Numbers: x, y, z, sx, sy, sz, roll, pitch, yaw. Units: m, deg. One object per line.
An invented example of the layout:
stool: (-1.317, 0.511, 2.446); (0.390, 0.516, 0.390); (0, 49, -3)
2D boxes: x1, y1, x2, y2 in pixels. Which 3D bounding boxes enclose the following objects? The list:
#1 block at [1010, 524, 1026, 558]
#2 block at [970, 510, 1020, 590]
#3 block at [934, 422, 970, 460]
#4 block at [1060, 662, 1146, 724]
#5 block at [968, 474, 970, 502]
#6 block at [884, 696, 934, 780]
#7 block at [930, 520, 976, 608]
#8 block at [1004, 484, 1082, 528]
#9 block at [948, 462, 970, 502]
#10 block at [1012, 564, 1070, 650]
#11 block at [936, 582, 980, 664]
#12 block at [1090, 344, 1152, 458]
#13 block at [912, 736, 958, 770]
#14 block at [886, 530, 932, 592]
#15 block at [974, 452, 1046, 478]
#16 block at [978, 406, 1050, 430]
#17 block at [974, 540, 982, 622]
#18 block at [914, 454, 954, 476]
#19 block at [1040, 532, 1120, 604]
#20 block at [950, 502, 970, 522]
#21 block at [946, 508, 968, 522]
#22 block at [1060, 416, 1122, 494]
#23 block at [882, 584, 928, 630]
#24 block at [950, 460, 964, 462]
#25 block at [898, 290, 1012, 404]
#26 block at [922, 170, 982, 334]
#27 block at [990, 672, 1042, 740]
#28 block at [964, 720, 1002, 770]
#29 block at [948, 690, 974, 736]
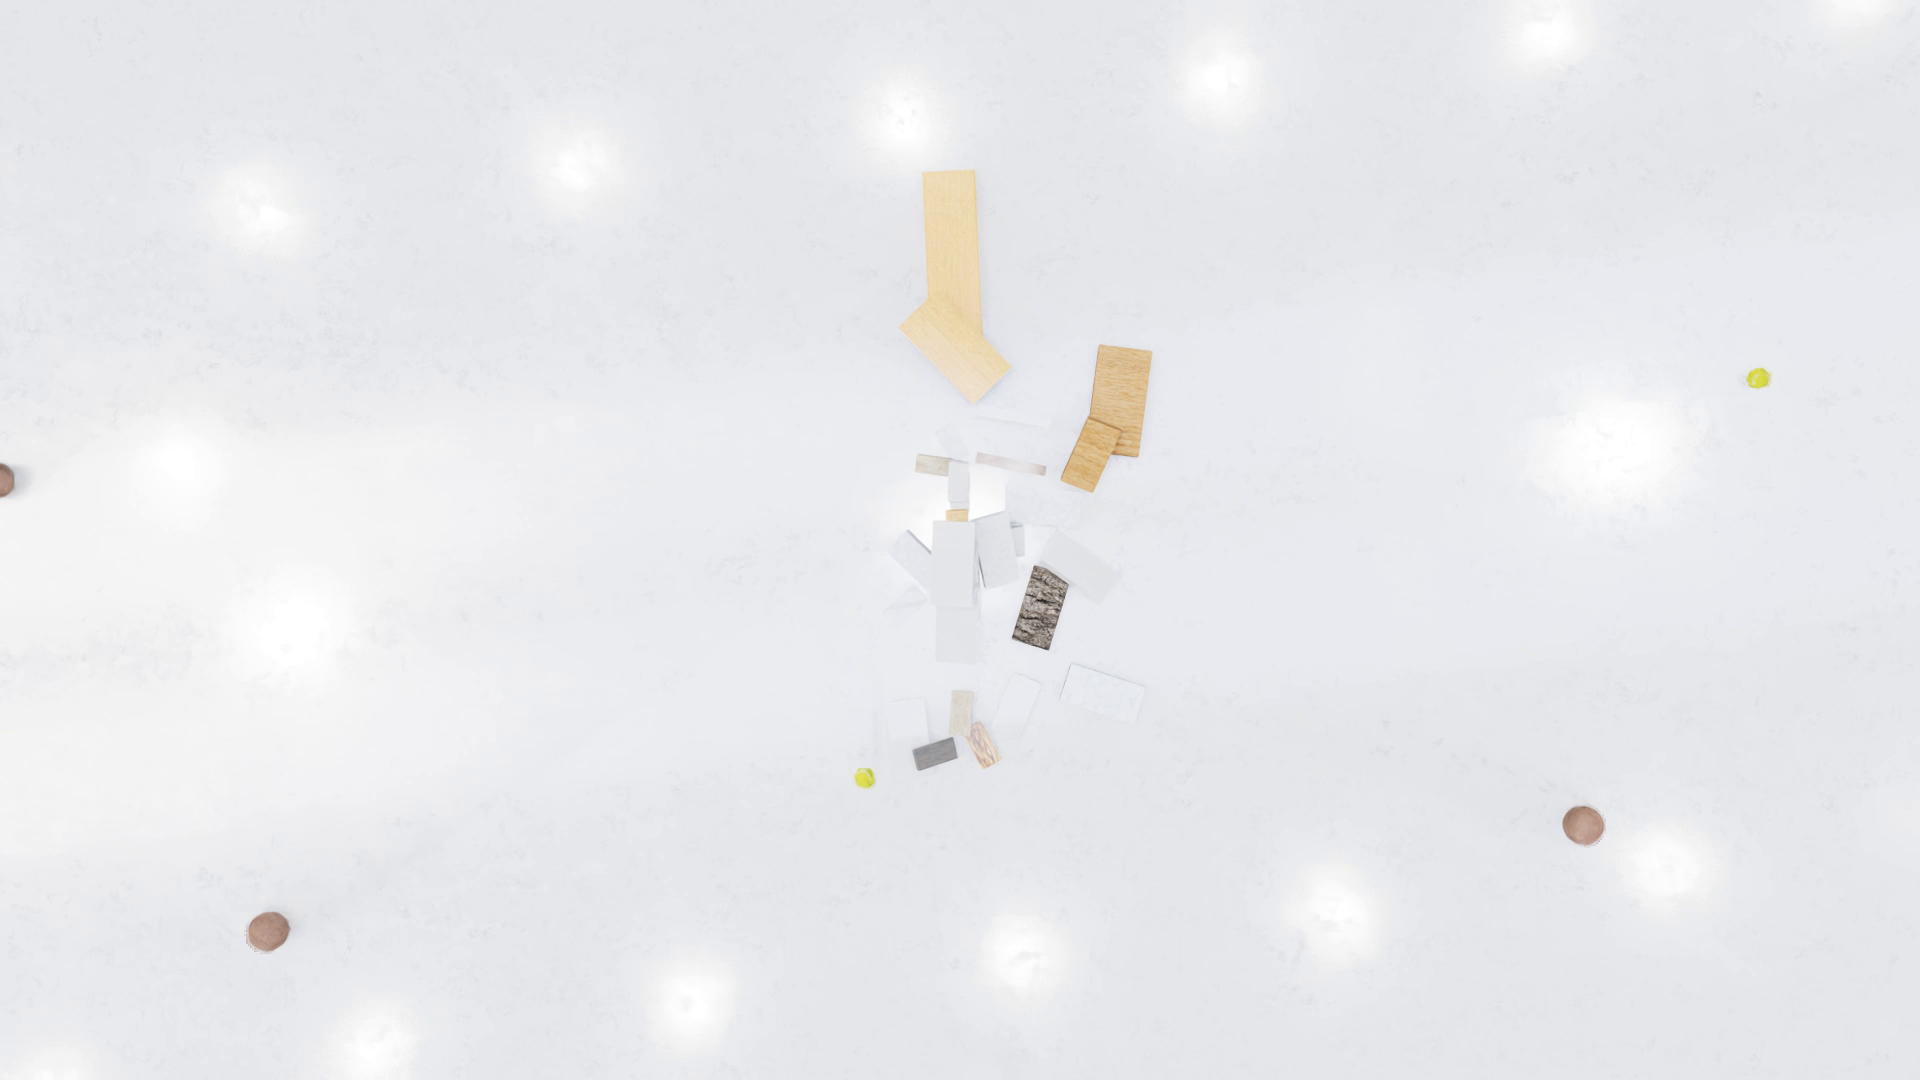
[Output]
block: (0.114, 0.012, 5.448); (0.203, 0.029, 0.101); (-7, 108, -13)
block: (0.117, 0.034, 5.422); (0.121, 0.034, 0.241); (-16, 110, -10)
block: (-0.026, -0.323, 5.491); (0.061, 0.017, 0.122); (-33, 90, 0)
block: (0.473, 0.510, 5.482); (0.259, 0.037, 0.130); (18, 90, 0)
block: (0.001, -0.156, 5.469); (0.066, 0.019, 0.131); (0, 108, 2)
block: (-0.168, 0.660, 5.482); (0.130, 0.037, 0.259); (-8, 90, 0)
block: (-0.022, 0.076, 5.336); (0.137, 0.039, 0.275); (3, 96, 8)
block: (0.276, -0.110, 5.483); (0.251, 0.034, 0.121); (6, 90, 0)
block: (-0.006, -0.191, 5.438); (0.066, 0.019, 0.131); (3, 108, 1)
block: (0.270, 0.225, 5.482); (0.130, 0.037, 0.259); (17, 90, 0)
block: (-0.008, 0.272, 5.427); (0.137, 0.039, 0.274); (4, 110, 7)
block: (0.526, -0.461, 5.475); (0.176, 0.050, 0.353); (7, 90, 0)
block: (-0.082, 0.707, 5.458); (0.146, 0.021, 0.073); (-15, 93, -25)
block: (-0.135, 0.071, 5.467); (0.202, 0.029, 0.101); (44, 112, 0)
block: (0.166, -0.248, 5.442); (0.233, 0.117, 0.033); (12, 90, 0)
block: (0.179, -0.403, 5.442); (0.233, 0.117, 0.033); (10, 90, 0)
block: (-0.004, 0.135, 5.419); (0.137, 0.039, 0.275); (0, 113, 8)
block: (-0.085, -0.248, 5.481); (0.122, 0.017, 0.061); (8, 108, 1)
block: (0.395, 0.095, 5.460); (0.241, 0.034, 0.121); (36, 66, 0)
block: (-0.002, -0.063, 5.474); (0.066, 0.019, 0.131); (1, 105, 0)
block: (-0.009, -0.027, 5.462); (0.075, 0.021, 0.149); (-2, 107, 1)
block: (0.431, -0.281, 5.438); (0.117, 0.033, 0.233); (21, 111, -5)
block: (-0.184, 0.223, 5.489); (0.149, 0.021, 0.075); (-42, 90, 0)
block: (-0.006, -0.203, 5.473); (0.061, 0.017, 0.122); (6, 108, 0)
block: (-0.016, -0.632, 5.425); (0.176, 0.050, 0.353); (-45, 90, 0)
block: (-0.023, -0.912, 5.475); (0.176, 0.050, 0.619); (-3, 90, 0)
block: (0.186, 0.552, 5.486); (0.101, 0.029, 0.203); (22, 90, 0)
block: (0.072, 0.683, 5.490); (0.073, 0.021, 0.146); (-29, 90, 0)
block: (0.004, 0.576, 5.477); (0.073, 0.021, 0.146); (4, 83, 5)
